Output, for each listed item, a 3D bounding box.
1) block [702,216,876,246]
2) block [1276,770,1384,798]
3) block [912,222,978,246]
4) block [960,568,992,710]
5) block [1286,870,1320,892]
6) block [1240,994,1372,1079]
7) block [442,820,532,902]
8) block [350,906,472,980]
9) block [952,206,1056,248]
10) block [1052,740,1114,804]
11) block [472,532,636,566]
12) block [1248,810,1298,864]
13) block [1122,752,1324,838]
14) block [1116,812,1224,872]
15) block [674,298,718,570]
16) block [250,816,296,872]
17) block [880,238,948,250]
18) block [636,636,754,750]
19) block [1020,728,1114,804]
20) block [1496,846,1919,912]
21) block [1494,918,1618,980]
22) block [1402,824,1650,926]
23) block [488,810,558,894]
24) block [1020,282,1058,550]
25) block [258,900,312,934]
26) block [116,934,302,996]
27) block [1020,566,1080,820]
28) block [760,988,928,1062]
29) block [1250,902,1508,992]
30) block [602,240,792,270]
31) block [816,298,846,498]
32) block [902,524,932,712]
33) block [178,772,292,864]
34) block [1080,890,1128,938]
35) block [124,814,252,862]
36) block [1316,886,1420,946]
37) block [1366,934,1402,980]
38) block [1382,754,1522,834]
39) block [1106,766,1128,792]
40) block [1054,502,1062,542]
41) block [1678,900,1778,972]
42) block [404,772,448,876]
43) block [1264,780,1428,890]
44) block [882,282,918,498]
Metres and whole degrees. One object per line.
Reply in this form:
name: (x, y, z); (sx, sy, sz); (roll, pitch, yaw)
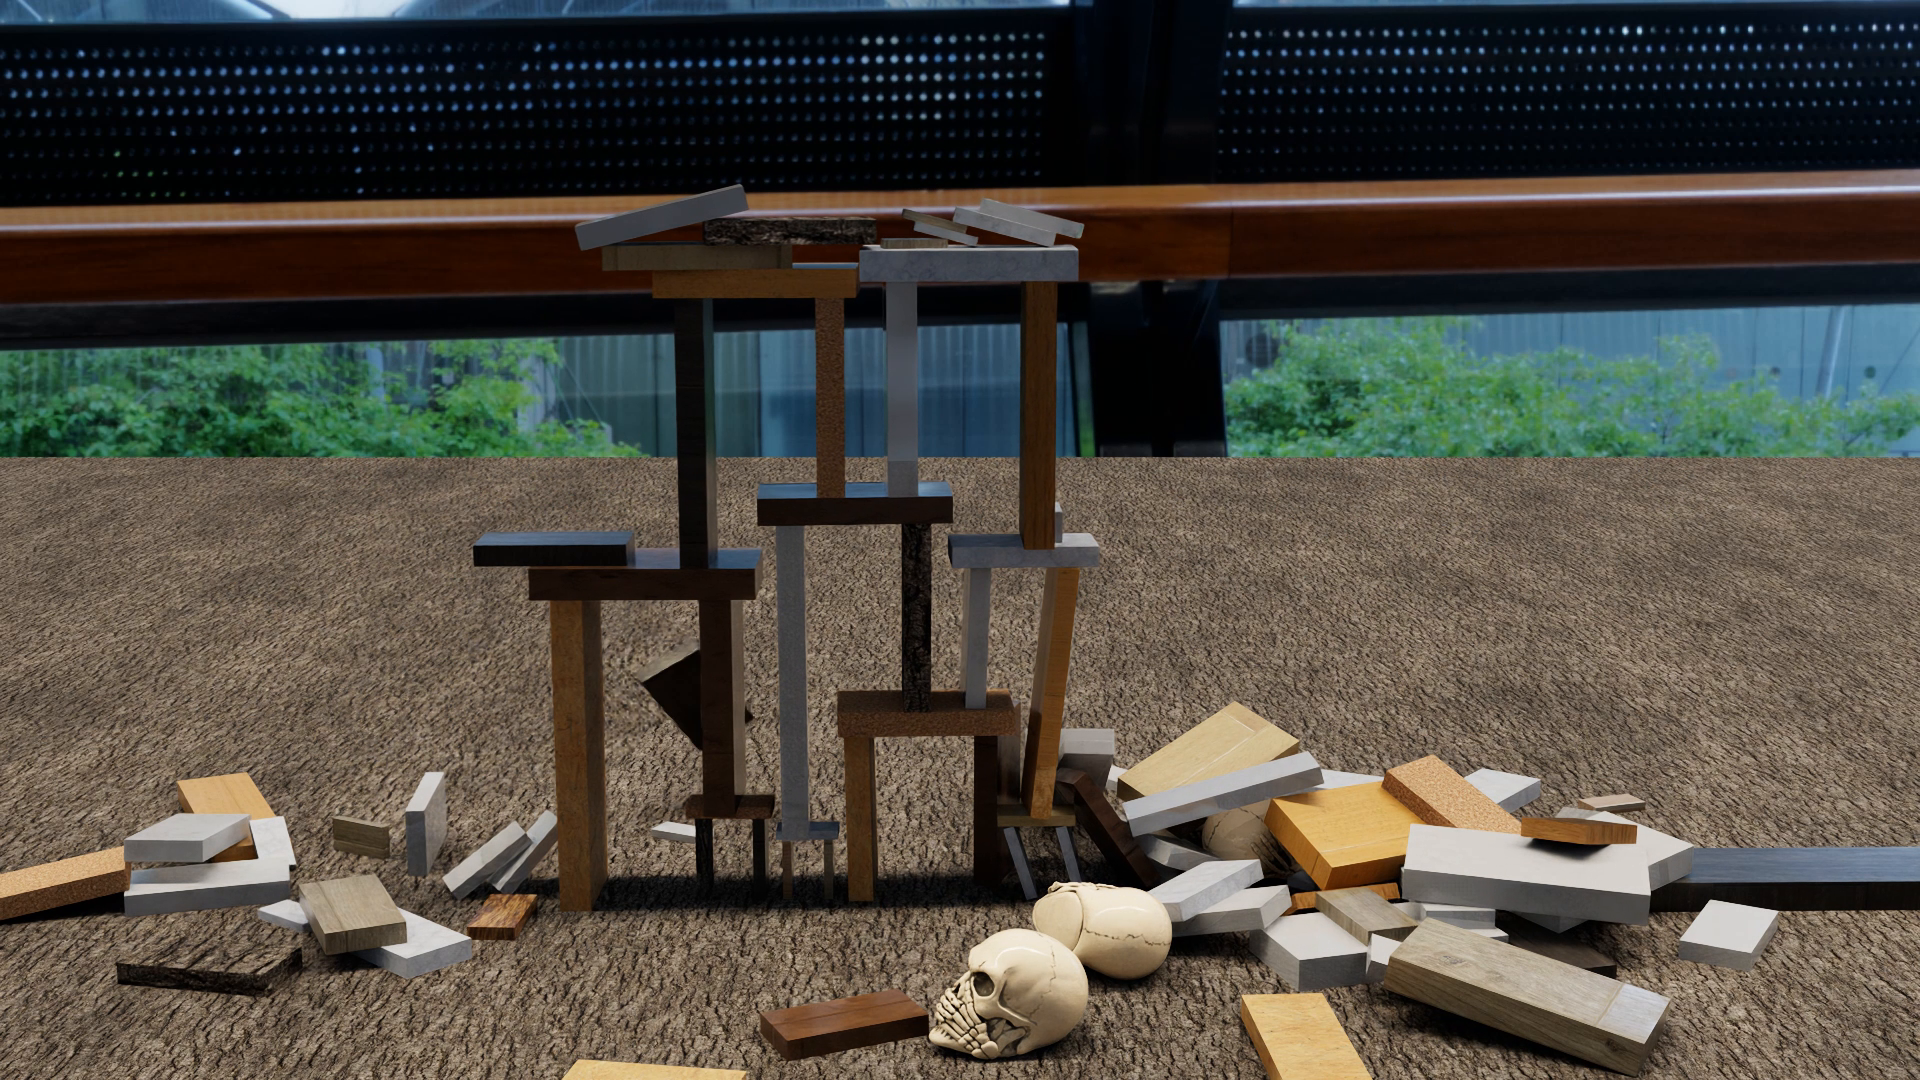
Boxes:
block: (-0.269, -0.485, 3.447); (0.264, 0.037, 0.132); (-2, 11, -8)
block: (0.684, 0.472, 4.212); (0.343, 0.034, 0.120); (5, 12, 26)
block: (-0.023, -0.486, 3.485); (0.102, 0.014, 0.051); (14, 8, -6)
block: (0.025, 0.148, 3.606); (0.033, 0.236, 0.118); (1, 10, -5)
block: (0.608, 0.571, 3.729); (0.055, 0.016, 0.110); (9, 14, 41)
block: (0.477, 0.712, 2.921); (0.117, 0.033, 0.484); (-1, 11, -4)
block: (-0.791, 0.536, 3.680); (0.152, 0.022, 0.076); (-39, 23, -13)
block: (-0.875, 0.621, 3.415); (0.231, 0.033, 0.116); (10, 14, 42)
block: (0.070, -0.500, 3.507); (0.163, 0.023, 0.081); (14, 10, -4)
block: (0.191, 0.422, 3.851); (0.081, 0.023, 0.473); (2, -20, -5)
block: (-0.655, 0.014, 3.559); (0.242, 0.034, 0.121); (0, 11, -2)
block: (0.667, 0.530, 3.874); (0.302, 0.043, 0.151); (2, 11, 13)
block: (0.437, 0.423, 3.671); (0.327, 0.030, 0.106); (-16, 8, 1)
block: (0.337, 0.513, 3.716); (0.117, 0.033, 0.234); (18, 1, -29)
block: (-0.421, -0.178, 3.519); (0.045, 0.427, 0.157); (0, 11, -1)
block: (-1.189, 0.529, 3.804); (0.058, 0.016, 0.116); (-5, 41, -27)
block: (-0.073, -0.469, 3.475); (0.102, 0.014, 0.051); (-1, 11, -7)
block: (-0.490, 0.288, 4.085); (0.121, 0.242, 0.034); (-31, 48, 1)
block: (0.188, 0.410, 3.942); (0.151, 0.043, 0.460); (0, -18, 1)
block: (1.307, 0.565, 3.668); (0.866, 0.049, 0.175); (0, 11, -1)
block: (0.899, 0.631, 3.364); (0.106, 0.030, 0.211); (-3, 11, -15)
block: (0.882, 0.520, 3.434); (0.364, 0.051, 0.179); (4, 17, 14)
block: (-0.723, 0.524, 3.680); (0.152, 0.022, 0.076); (-50, 25, -14)
block: (0.125, -0.208, 3.533); (0.048, 0.424, 0.170); (0, 10, -1)
block: (-1.070, 0.606, 3.538); (0.116, 0.016, 0.058); (8, 13, 36)
block: (-1.128, 0.640, 3.309); (0.237, 0.034, 0.118); (2, 11, 12)
block: (0.147, 0.240, 3.610); (0.033, 0.418, 0.118); (5, 10, -8)
block: (-0.162, 0.681, 3.096); (0.212, 0.030, 0.106); (-5, 12, -25)
block: (0.641, 0.619, 3.378); (0.349, 0.049, 0.175); (-3, 11, -17)
block: (-0.414, -0.447, 3.449); (0.291, 0.037, 0.132); (-2, 11, -9)
block: (-0.208, -0.236, 3.518); (0.045, 0.315, 0.158); (0, 11, -4)
block: (-0.072, 0.112, 3.596); (0.044, 0.310, 0.155); (0, 11, -3)
block: (-1.327, 0.508, 4.011); (0.128, 0.036, 0.458); (-5, 12, -26)
block: (0.232, 0.596, 3.514); (0.050, 0.014, 0.101); (-45, 22, -8)
block: (-1.307, 0.504, 3.731); (0.129, 0.036, 0.257); (1, 2, -1)
block: (0.627, 0.579, 3.387); (0.089, 0.025, 0.178); (-3, 11, -17)
block: (0.686, 0.634, 3.222); (0.178, 0.025, 0.089); (16, 18, 7)
block: (0.832, 0.452, 3.666); (0.120, 0.034, 0.239); (-12, 38, -37)
block: (0.342, 0.474, 4.241); (0.071, 0.020, 0.374); (-9, 14, -40)
block: (0.157, -0.029, 3.592); (0.014, 0.050, 0.101); (0, 10, -1)
block: (1.204, 0.617, 3.441); (0.106, 0.030, 0.212); (6, 12, 30)
block: (-0.936, 0.496, 3.858); (0.033, 0.116, 0.231); (-1, 11, -5)
block: (0.705, 0.481, 3.653); (0.358, 0.051, 0.179); (-5, 34, -28)
block: (-0.096, -0.250, 3.528); (0.048, 0.339, 0.170); (-1, 11, -4)
